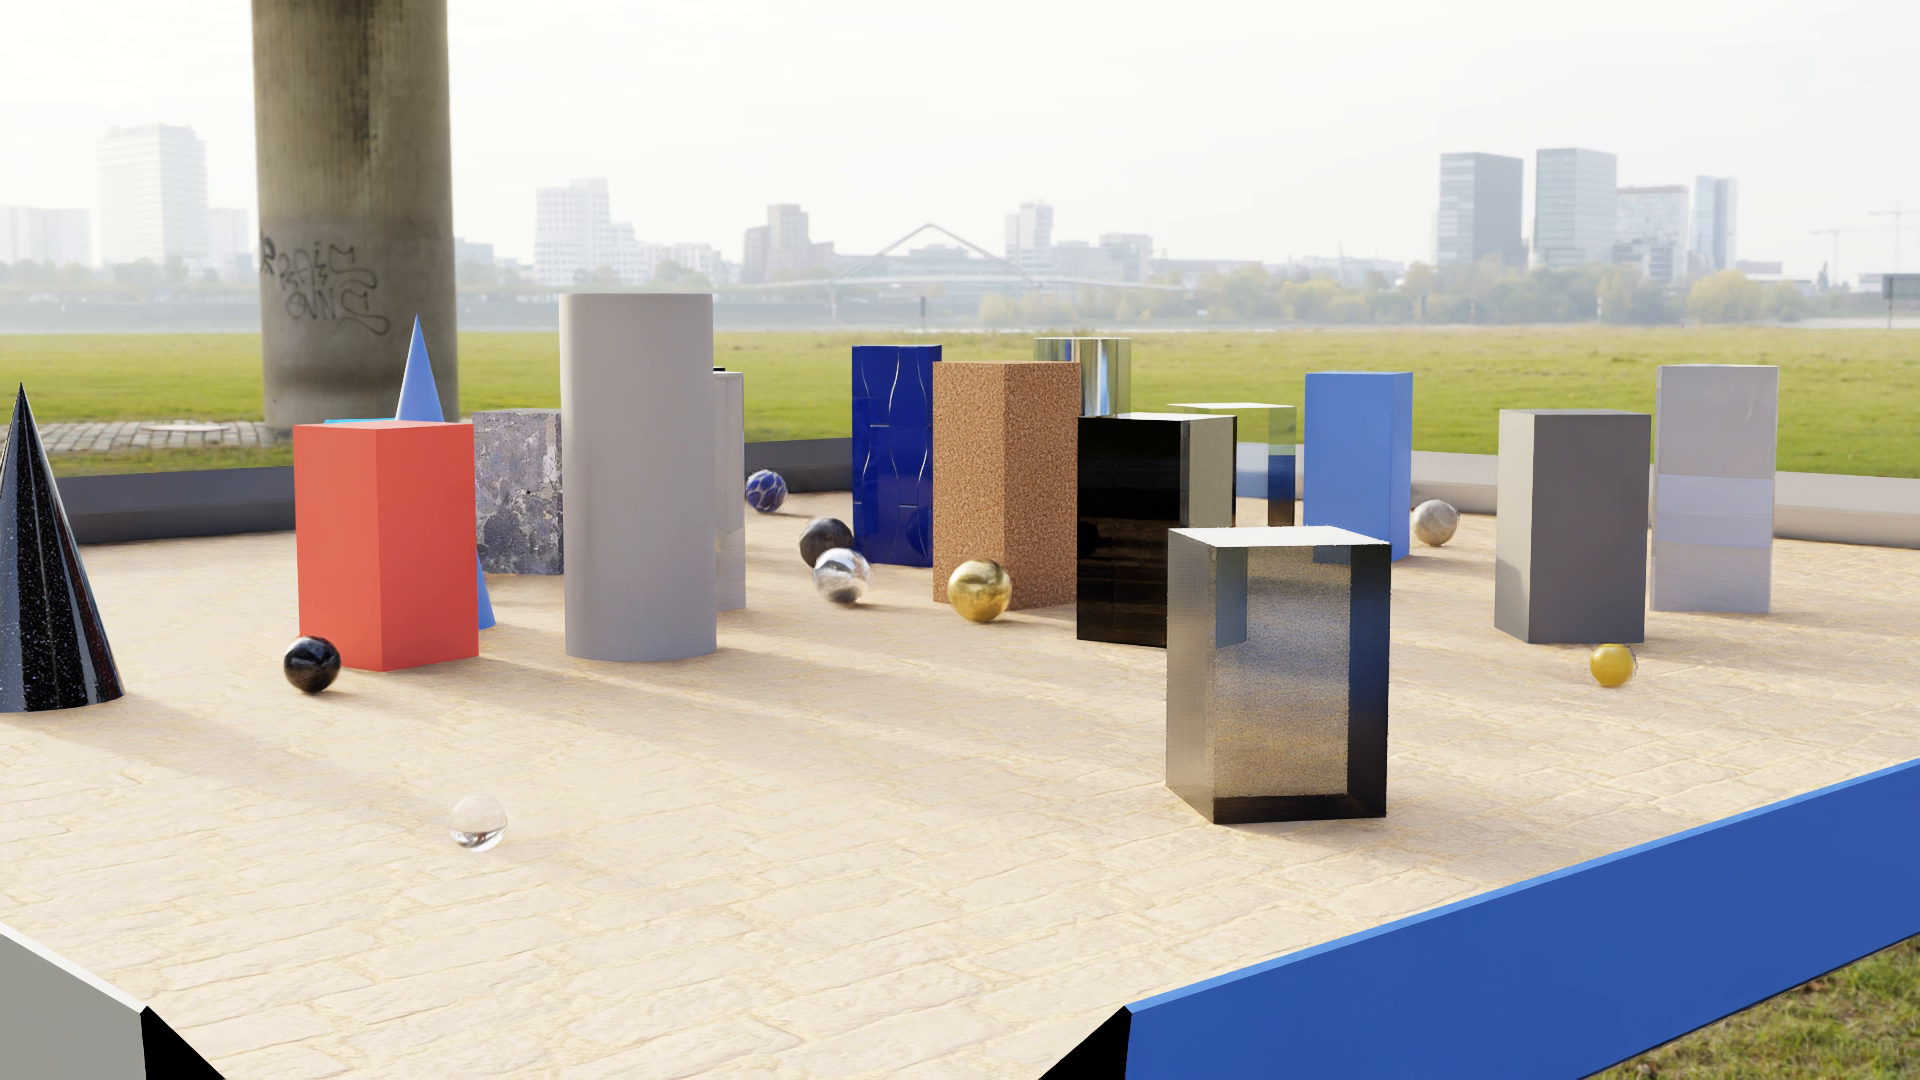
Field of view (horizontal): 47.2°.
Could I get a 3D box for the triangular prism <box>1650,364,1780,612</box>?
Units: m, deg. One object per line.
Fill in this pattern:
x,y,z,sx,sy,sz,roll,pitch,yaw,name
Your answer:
1.121,-0.082,3.316,0.171,0.363,0.148,1,6,7,triangular prism

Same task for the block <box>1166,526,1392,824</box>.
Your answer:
0.284,0.117,1.988,0.158,0.243,0.158,-1,6,-10,block

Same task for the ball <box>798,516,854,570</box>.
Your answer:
-0.228,0.008,3.745,0.095,0.095,0.095,0,6,0,ball

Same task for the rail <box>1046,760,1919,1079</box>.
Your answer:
1.185,0.167,2.054,3.719,0.128,0.045,-5,8,-42,rail

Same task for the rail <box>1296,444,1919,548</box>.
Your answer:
1.349,-0.096,4.570,0.045,0.128,3.543,-5,8,-42,rail

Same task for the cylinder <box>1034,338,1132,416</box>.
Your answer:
0.245,-0.211,4.429,0.197,0.389,0.197,0,6,0,cylinder

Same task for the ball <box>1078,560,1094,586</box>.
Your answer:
0.195,0.055,3.555,0.041,0.041,0.041,0,6,0,ball

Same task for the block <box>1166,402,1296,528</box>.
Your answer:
0.445,-0.078,3.632,0.158,0.289,0.158,-2,6,-21,block

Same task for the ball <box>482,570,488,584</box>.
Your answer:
-0.756,0.064,3.373,0.060,0.060,0.060,0,6,0,ball

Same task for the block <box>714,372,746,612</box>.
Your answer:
-0.433,-0.074,3.284,0.158,0.353,0.158,-6,8,-43,block

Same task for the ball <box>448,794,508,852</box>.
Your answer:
-0.398,0.233,1.814,0.048,0.048,0.048,0,6,0,ball

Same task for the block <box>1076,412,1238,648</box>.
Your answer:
0.268,-0.017,2.988,0.158,0.302,0.158,4,7,34,block

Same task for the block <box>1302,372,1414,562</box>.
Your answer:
0.718,-0.135,3.968,0.158,0.333,0.158,3,7,24,block

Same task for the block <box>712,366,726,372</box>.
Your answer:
-0.540,-0.147,4.043,0.158,0.341,0.158,-5,8,-41,block

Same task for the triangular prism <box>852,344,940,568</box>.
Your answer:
-0.079,-0.154,3.911,0.171,0.383,0.148,4,7,34,triangular prism

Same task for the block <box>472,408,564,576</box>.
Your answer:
-0.727,-0.086,3.787,0.158,0.273,0.158,2,6,18,block

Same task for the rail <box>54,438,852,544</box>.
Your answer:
-1.185,-0.100,4.609,3.719,0.128,0.045,-5,8,-42,rail

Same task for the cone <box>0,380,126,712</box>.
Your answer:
-1.068,0.000,2.520,0.197,0.365,0.197,0,6,0,cone

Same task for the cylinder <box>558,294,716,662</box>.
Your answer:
-0.419,-0.087,2.869,0.197,0.465,0.197,0,6,0,cylinder

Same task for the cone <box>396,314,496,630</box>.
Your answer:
-0.759,-0.098,3.095,0.197,0.441,0.197,0,6,0,cone

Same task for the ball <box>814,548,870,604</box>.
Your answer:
-0.179,0.054,3.344,0.086,0.086,0.086,0,6,0,ball

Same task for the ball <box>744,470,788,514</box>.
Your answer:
-0.428,-0.106,4.840,0.094,0.094,0.094,0,6,0,ball

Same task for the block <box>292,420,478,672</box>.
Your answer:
-0.732,0.003,2.808,0.158,0.300,0.158,4,7,35,block

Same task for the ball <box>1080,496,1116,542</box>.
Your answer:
0.258,-0.041,4.242,0.089,0.089,0.089,0,6,0,ball

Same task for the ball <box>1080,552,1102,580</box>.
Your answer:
0.209,0.043,3.630,0.048,0.048,0.048,0,6,0,ball

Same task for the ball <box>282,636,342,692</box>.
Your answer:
-0.758,0.145,2.571,0.067,0.067,0.067,0,6,0,ball

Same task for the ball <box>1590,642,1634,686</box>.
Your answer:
0.774,0.148,2.611,0.052,0.052,0.052,0,6,0,ball

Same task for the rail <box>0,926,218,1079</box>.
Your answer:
-1.349,0.163,2.094,0.045,0.128,3.543,-5,8,-42,rail

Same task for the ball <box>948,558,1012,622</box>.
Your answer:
0.029,0.071,3.156,0.091,0.091,0.091,0,6,0,ball

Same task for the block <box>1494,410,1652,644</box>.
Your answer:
0.836,-0.022,3.010,0.158,0.307,0.158,0,6,-3,block

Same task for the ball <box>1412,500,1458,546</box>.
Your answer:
0.901,-0.033,4.173,0.087,0.087,0.087,0,6,0,ball

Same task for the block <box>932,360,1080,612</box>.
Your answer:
0.070,-0.087,3.347,0.158,0.366,0.158,-5,8,-42,block

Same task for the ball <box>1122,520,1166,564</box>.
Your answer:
0.323,0.003,3.870,0.078,0.078,0.078,0,6,0,ball

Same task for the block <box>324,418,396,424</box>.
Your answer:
-1.003,-0.081,3.835,0.158,0.253,0.158,-4,7,-31,block
